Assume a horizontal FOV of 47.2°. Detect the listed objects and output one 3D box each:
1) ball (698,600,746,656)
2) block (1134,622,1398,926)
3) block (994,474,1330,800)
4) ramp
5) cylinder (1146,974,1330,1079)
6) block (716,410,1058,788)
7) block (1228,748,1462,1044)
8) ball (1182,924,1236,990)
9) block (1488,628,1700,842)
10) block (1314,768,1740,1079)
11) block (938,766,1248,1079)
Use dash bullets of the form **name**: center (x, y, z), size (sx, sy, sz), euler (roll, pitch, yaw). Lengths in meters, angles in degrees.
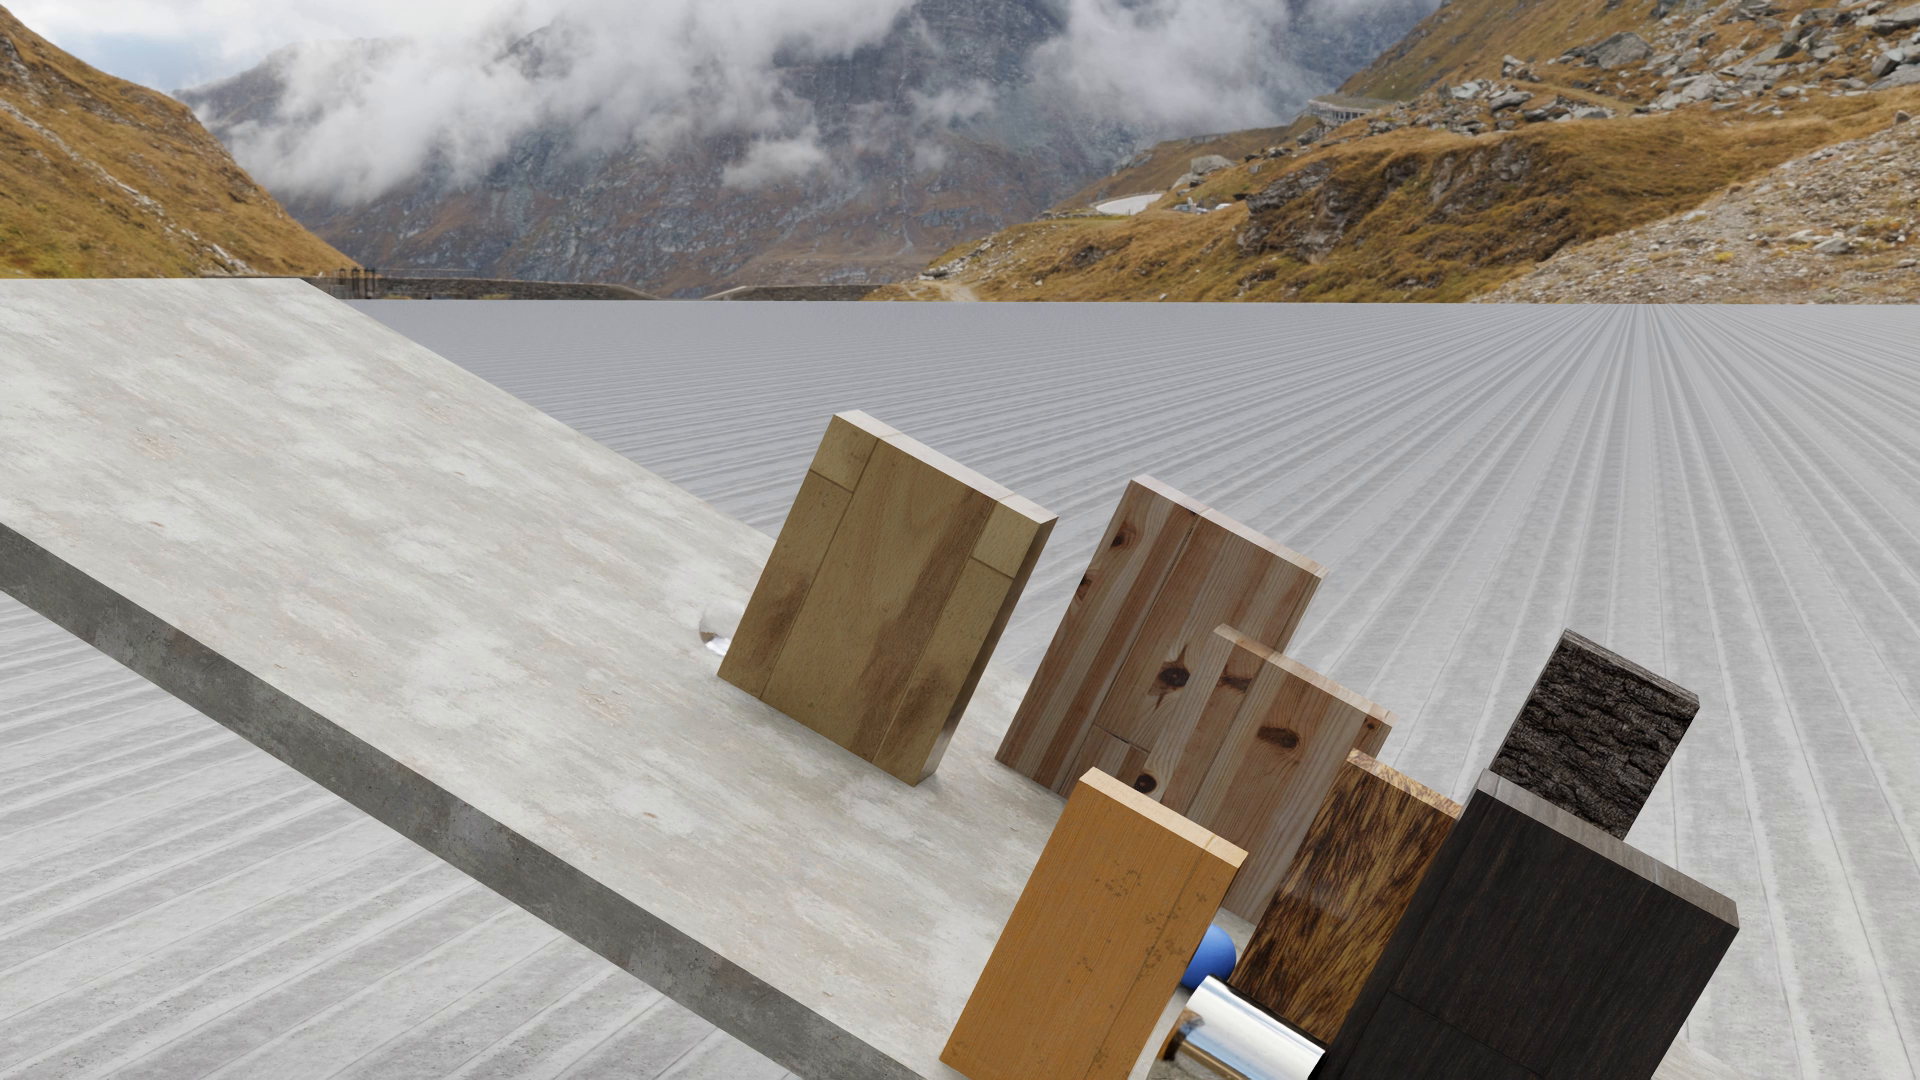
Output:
- **ball**: center (-0.457, 0.172, 4.315), size (0.110, 0.110, 0.110), euler (0, 7, 0)
- **block**: center (0.563, 0.463, 4.258), size (0.380, 0.473, 0.112), euler (28, 14, 12)
- **block**: center (0.401, 0.251, 4.406), size (0.418, 0.641, 0.131), euler (28, 14, 12)
- **ramp**: center (-0.253, 0.428, 4.164), size (4.000, 0.100, 2.000), euler (28, 14, 12)
- **cylinder**: center (0.418, 0.797, 3.324), size (0.204, 0.204, 0.204), euler (30, 17, 17)
- **block**: center (-0.141, 0.107, 4.158), size (0.441, 0.560, 0.135), euler (28, 14, 12)
- **block**: center (0.730, 0.677, 3.685), size (0.427, 0.504, 0.100), euler (28, 14, 12)
- **ball**: center (0.419, 0.720, 3.800), size (0.117, 0.117, 0.117), euler (0, 7, 0)
- **block**: center (1.254, 0.564, 4.652), size (0.302, 0.685, 0.135), euler (28, 14, 12)
- **block**: center (0.808, 0.734, 3.283), size (0.406, 0.657, 0.143), euler (28, 14, 12)
- **block**: center (0.186, 0.591, 3.113), size (0.248, 0.471, 0.084), euler (28, 14, 12)
